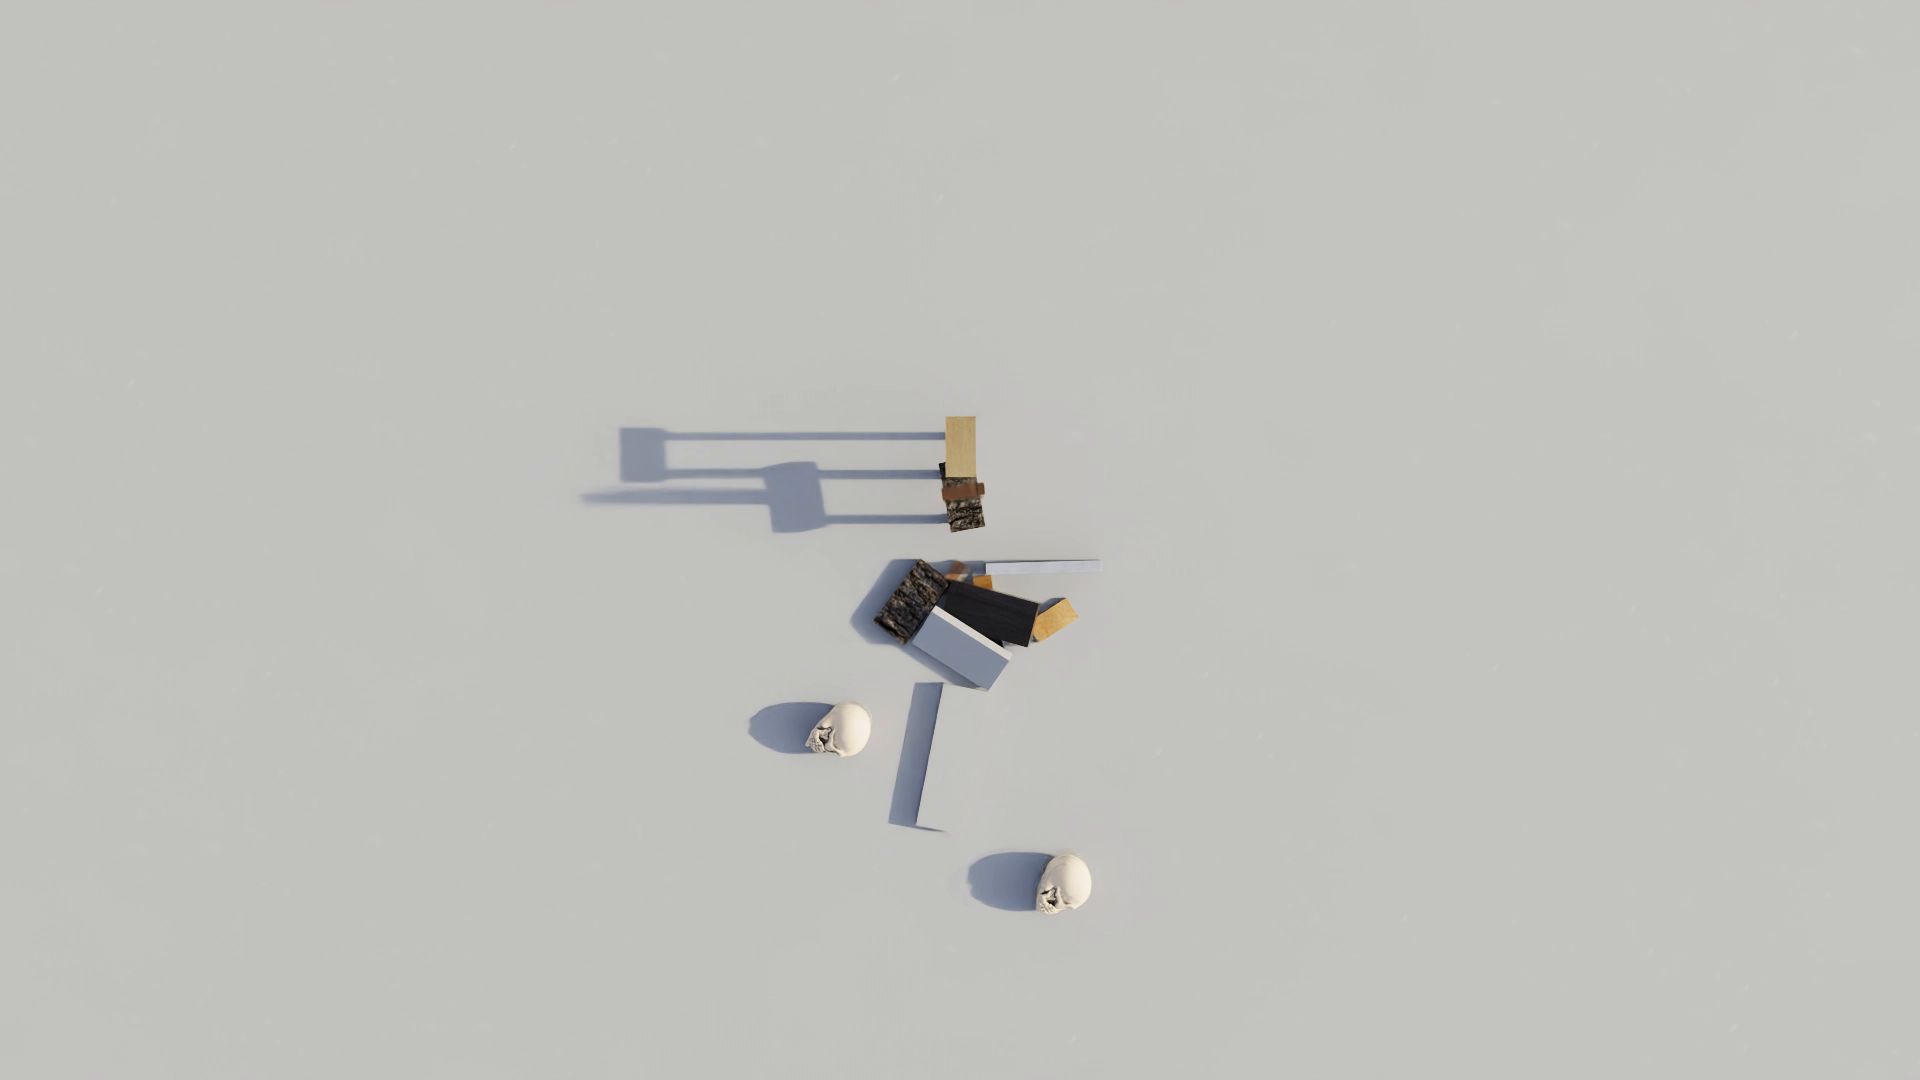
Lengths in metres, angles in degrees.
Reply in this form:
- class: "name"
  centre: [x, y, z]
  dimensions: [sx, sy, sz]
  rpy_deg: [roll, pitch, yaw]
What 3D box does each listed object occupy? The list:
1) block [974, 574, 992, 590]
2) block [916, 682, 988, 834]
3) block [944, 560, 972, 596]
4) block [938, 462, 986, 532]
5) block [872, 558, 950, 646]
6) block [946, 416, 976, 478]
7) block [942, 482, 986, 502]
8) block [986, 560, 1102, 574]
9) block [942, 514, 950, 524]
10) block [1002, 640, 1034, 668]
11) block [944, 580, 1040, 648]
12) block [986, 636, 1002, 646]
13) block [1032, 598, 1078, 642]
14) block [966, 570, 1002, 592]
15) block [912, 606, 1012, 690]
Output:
- class: "block"
  centre: [0.081, 0.180, 5.474]
  dimensions: [0.061, 0.017, 0.122]
  rpy_deg: [-8, 90, 0]
- class: "block"
  centre: [-0.026, 0.723, 5.479]
  dimensions: [0.150, 0.042, 0.478]
  rpy_deg: [11, 90, 0]
- class: "block"
  centre: [-0.019, 0.132, 5.491]
  dimensions: [0.061, 0.017, 0.121]
  rpy_deg: [31, 90, 0]
- class: "block"
  centre: [0.006, -0.144, 5.260]
  dimensions: [0.112, 0.032, 0.224]
  rpy_deg: [-10, 90, 0]
- class: "block"
  centre: [-0.158, 0.205, 5.471]
  dimensions: [0.130, 0.037, 0.260]
  rpy_deg: [37, 91, 8]
- class: "block"
  centre: [0.002, -0.285, 5.046]
  dimensions: [0.093, 0.026, 0.185]
  rpy_deg: [0, 90, 0]
- class: "block"
  centre: [0.010, -0.146, 5.114]
  dimensions: [0.130, 0.260, 0.037]
  rpy_deg: [-7, 90, 0]
- class: "block"
  centre: [0.273, 0.089, 5.435]
  dimensions: [0.377, 0.130, 0.037]
  rpy_deg: [-2, 90, 0]
- class: "block"
  centre: [-0.005, -0.069, 5.388]
  dimensions: [0.112, 0.224, 0.032]
  rpy_deg: [0, 90, 0]
- class: "block"
  centre: [0.182, 0.338, 5.467]
  dimensions: [0.078, 0.022, 0.157]
  rpy_deg: [-22, 90, 0]
- class: "block"
  centre: [0.101, 0.241, 5.436]
  dimensions: [0.300, 0.042, 0.150]
  rpy_deg: [15, 95, 10]
- class: "block"
  centre: [0.101, 0.330, 5.489]
  dimensions: [0.078, 0.022, 0.157]
  rpy_deg: [-6, 90, 0]
- class: "block"
  centre: [0.308, 0.267, 5.489]
  dimensions: [0.157, 0.022, 0.078]
  rpy_deg: [-33, 90, 0]
- class: "block"
  centre: [0.084, 0.160, 5.491]
  dimensions: [0.121, 0.017, 0.061]
  rpy_deg: [42, 90, 0]
- class: "block"
  centre: [0.006, 0.358, 5.443]
  dimensions: [0.300, 0.042, 0.150]
  rpy_deg: [32, 121, 0]
